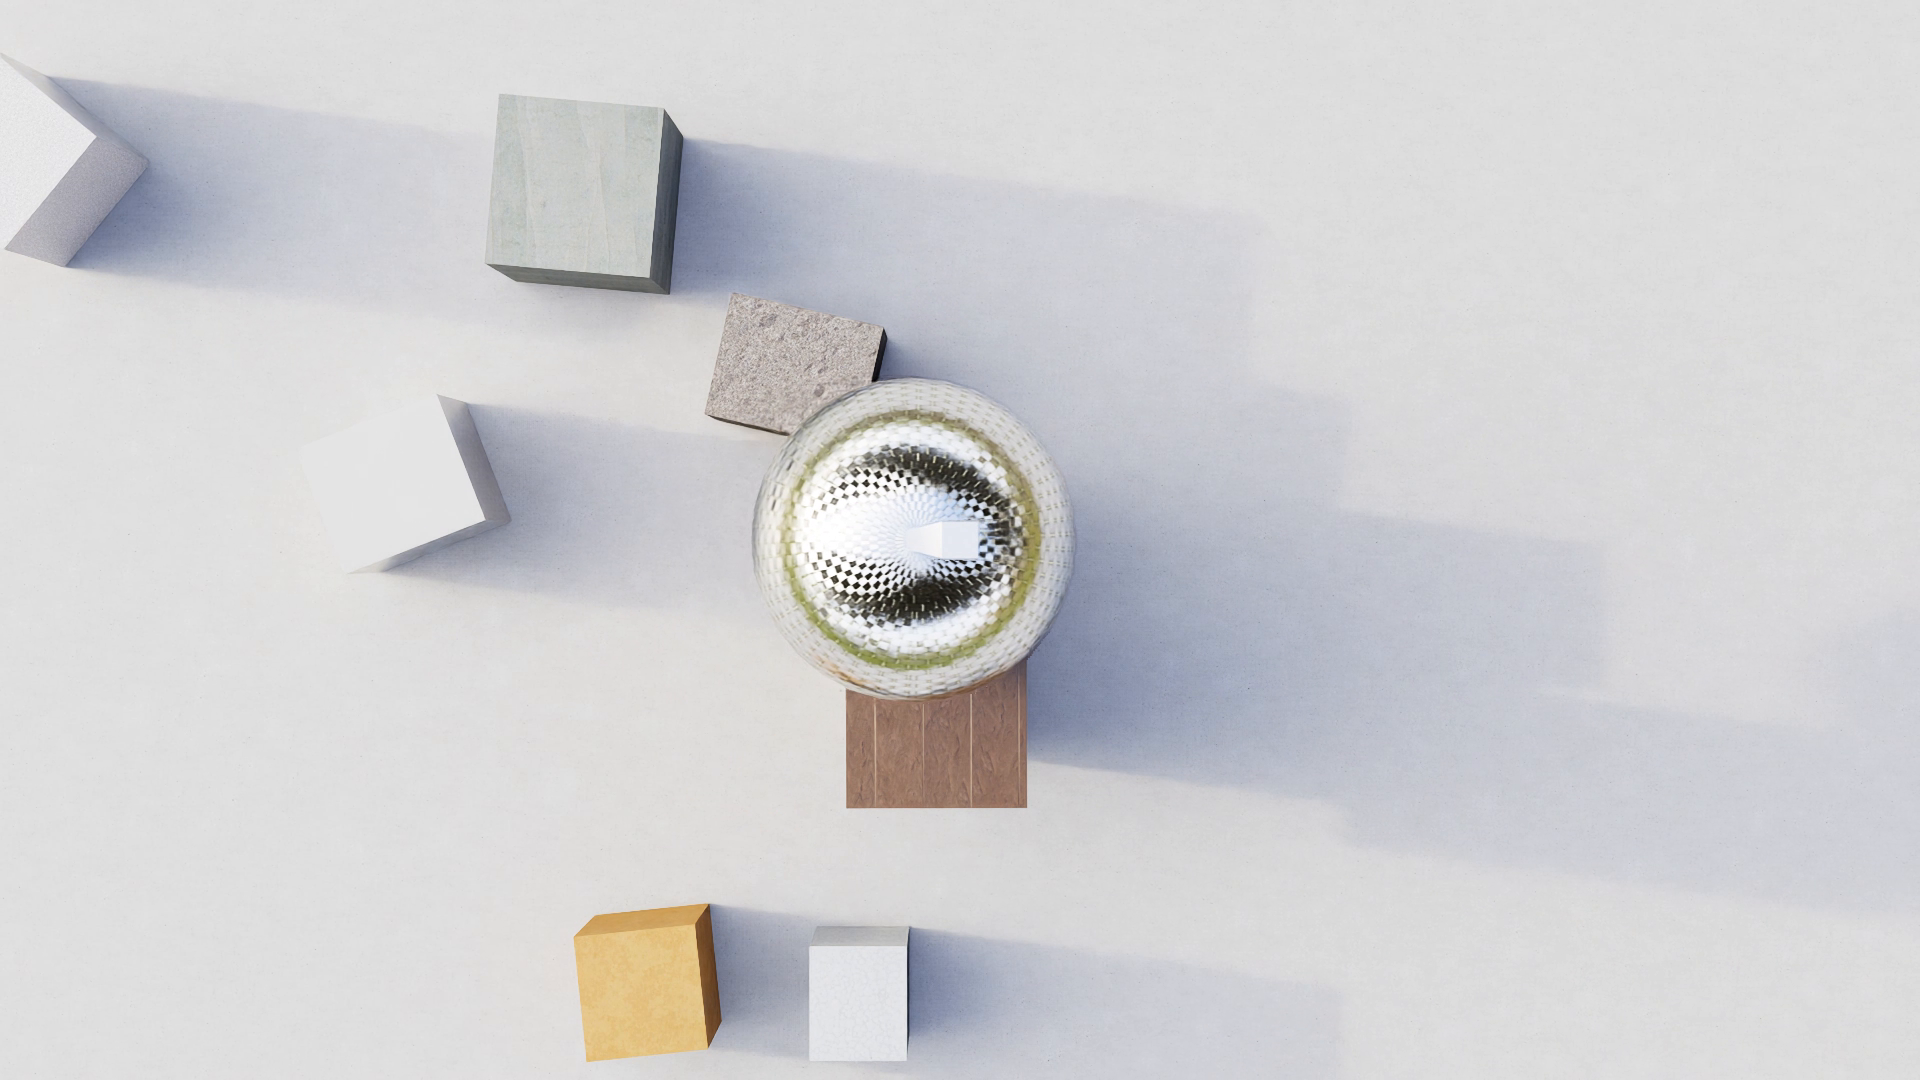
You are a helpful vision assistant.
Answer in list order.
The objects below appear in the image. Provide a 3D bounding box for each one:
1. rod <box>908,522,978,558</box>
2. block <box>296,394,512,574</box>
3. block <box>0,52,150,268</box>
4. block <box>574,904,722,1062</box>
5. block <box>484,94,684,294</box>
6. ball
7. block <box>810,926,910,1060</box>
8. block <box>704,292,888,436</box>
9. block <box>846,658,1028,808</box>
[{"bbox_3d":[-0.099,0.000,7.428,0.080,5.200,0.080,0,90,-2],"label":"rod"},{"bbox_3d":[-3.177,-0.311,12.633,0.844,0.735,0.754,-21,90,0],"label":"block"},{"bbox_3d":[-5.352,-2.180,12.588,0.811,0.823,0.809,39,90,0],"label":"block"},{"bbox_3d":[-1.784,2.532,12.642,0.682,0.716,0.703,-6,90,0],"label":"block"},{"bbox_3d":[-2.130,-1.957,12.571,0.914,0.859,0.941,5,90,0],"label":"block"},{"bbox_3d":[-0.228,0.000,10.826,1.600,1.600,1.600,0,90,0],"label":"ball"},{"bbox_3d":[-0.572,2.605,12.678,0.545,0.644,0.644,0,90,0],"label":"block"},{"bbox_3d":[-0.929,-0.950,12.650,0.870,0.699,0.700,13,90,0],"label":"block"},{"bbox_3d":[-0.123,0.941,11.889,0.947,0.779,0.926,0,90,0],"label":"block"}]
